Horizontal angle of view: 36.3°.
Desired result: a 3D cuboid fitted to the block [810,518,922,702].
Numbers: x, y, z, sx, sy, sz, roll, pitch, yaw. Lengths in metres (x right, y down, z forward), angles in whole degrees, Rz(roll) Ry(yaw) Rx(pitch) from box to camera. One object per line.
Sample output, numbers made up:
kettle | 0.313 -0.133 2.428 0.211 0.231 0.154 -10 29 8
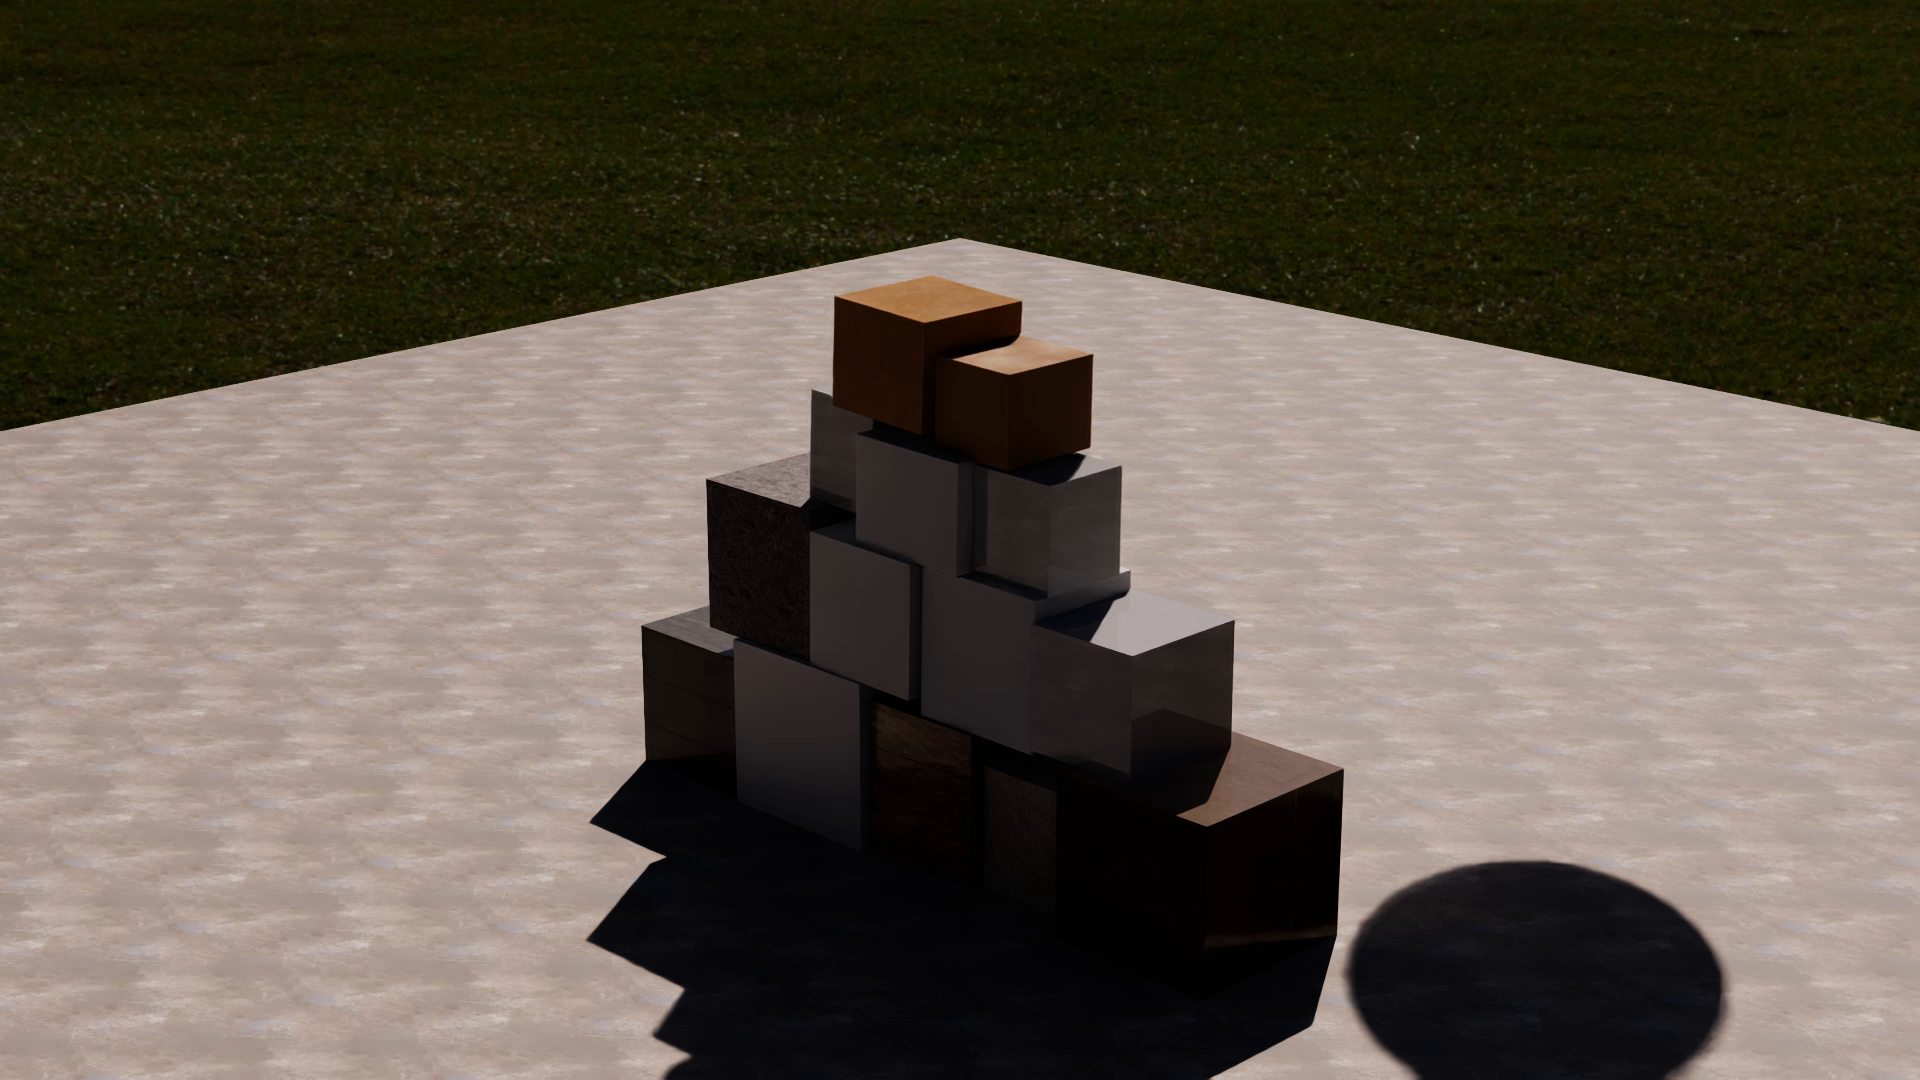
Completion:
block | -0.203 0.266 13.626 0.732 0.650 0.664 -17 25 -42

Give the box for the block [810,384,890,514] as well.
block | -0.390 -0.443 13.611 0.441 0.523 0.417 -17 27 -42

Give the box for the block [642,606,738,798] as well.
block | -1.083 0.770 14.692 0.706 0.721 0.720 -17 24 -42

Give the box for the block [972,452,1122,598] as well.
block | 0.382 -0.088 12.896 0.463 0.506 0.458 -17 25 -42

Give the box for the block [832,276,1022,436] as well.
block | -0.150 -0.841 13.208 0.609 0.511 0.579 -17 27 -42

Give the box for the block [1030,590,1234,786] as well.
block | 0.746 0.630 12.746 0.663 0.584 0.589 -17 24 -42

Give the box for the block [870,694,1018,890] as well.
block | 0.058 1.091 13.629 0.684 0.747 0.660 -17 24 -42

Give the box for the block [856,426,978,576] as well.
block | -0.015 -0.226 13.260 0.645 0.518 0.649 -17 25 -42

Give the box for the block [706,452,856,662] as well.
block | -0.695 0.065 14.105 0.732 0.748 0.731 -17 24 -42

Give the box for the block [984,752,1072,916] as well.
block | 0.521 1.297 13.229 0.571 0.593 0.601 -17 24 -42

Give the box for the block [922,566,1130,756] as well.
block | 0.292 0.463 13.183 0.617 0.718 0.702 -17 25 -42

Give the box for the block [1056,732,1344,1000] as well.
block | 1.033 1.362 12.701 0.906 0.785 0.843 -17 24 -42

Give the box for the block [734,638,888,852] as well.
block | -0.498 0.884 14.139 0.783 0.835 0.882 -17 24 -42

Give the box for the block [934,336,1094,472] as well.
block | 0.236 -0.610 12.921 0.531 0.429 0.450 -17 25 -42
